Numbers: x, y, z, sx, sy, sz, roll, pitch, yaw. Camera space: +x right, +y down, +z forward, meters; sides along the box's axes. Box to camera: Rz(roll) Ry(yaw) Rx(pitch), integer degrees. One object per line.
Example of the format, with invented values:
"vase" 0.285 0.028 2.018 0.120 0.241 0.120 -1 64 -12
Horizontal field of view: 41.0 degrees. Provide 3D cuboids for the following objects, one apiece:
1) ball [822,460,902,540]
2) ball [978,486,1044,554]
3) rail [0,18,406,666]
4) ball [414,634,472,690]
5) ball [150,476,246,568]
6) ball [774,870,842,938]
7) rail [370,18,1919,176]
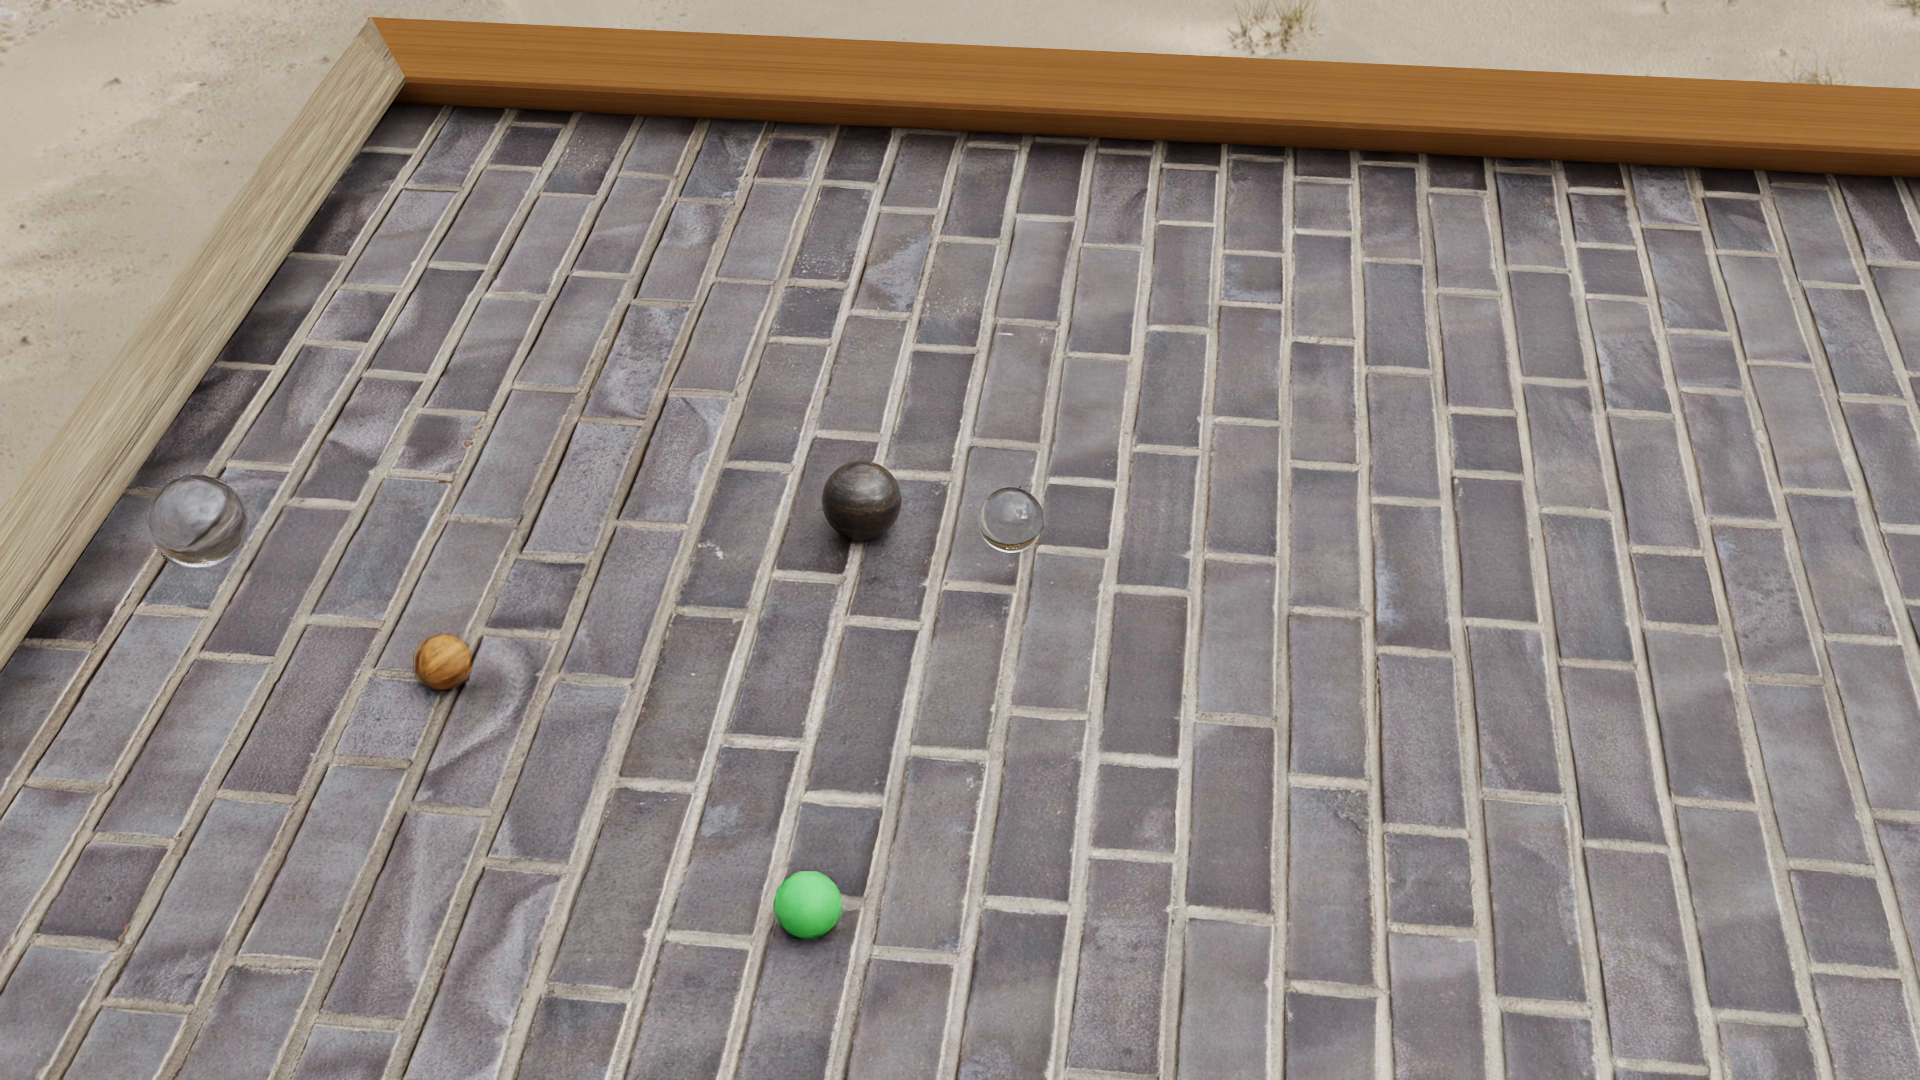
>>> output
"ball" -0.077 -0.031 2.013 0.063 0.063 0.063 0 35 0
"ball" 0.040 -0.016 2.000 0.052 0.052 0.052 0 35 0
"rail" -0.670 -0.060 2.026 0.045 0.093 1.549 4 35 5
"ball" -0.374 0.088 1.859 0.041 0.041 0.041 0 35 0
"ball" -0.588 -0.014 1.980 0.072 0.072 0.072 0 35 0
"ball" -0.098 0.234 1.647 0.043 0.043 0.043 0 35 0
"rail" 0.778 -0.397 2.513 2.792 0.093 0.045 4 35 5
